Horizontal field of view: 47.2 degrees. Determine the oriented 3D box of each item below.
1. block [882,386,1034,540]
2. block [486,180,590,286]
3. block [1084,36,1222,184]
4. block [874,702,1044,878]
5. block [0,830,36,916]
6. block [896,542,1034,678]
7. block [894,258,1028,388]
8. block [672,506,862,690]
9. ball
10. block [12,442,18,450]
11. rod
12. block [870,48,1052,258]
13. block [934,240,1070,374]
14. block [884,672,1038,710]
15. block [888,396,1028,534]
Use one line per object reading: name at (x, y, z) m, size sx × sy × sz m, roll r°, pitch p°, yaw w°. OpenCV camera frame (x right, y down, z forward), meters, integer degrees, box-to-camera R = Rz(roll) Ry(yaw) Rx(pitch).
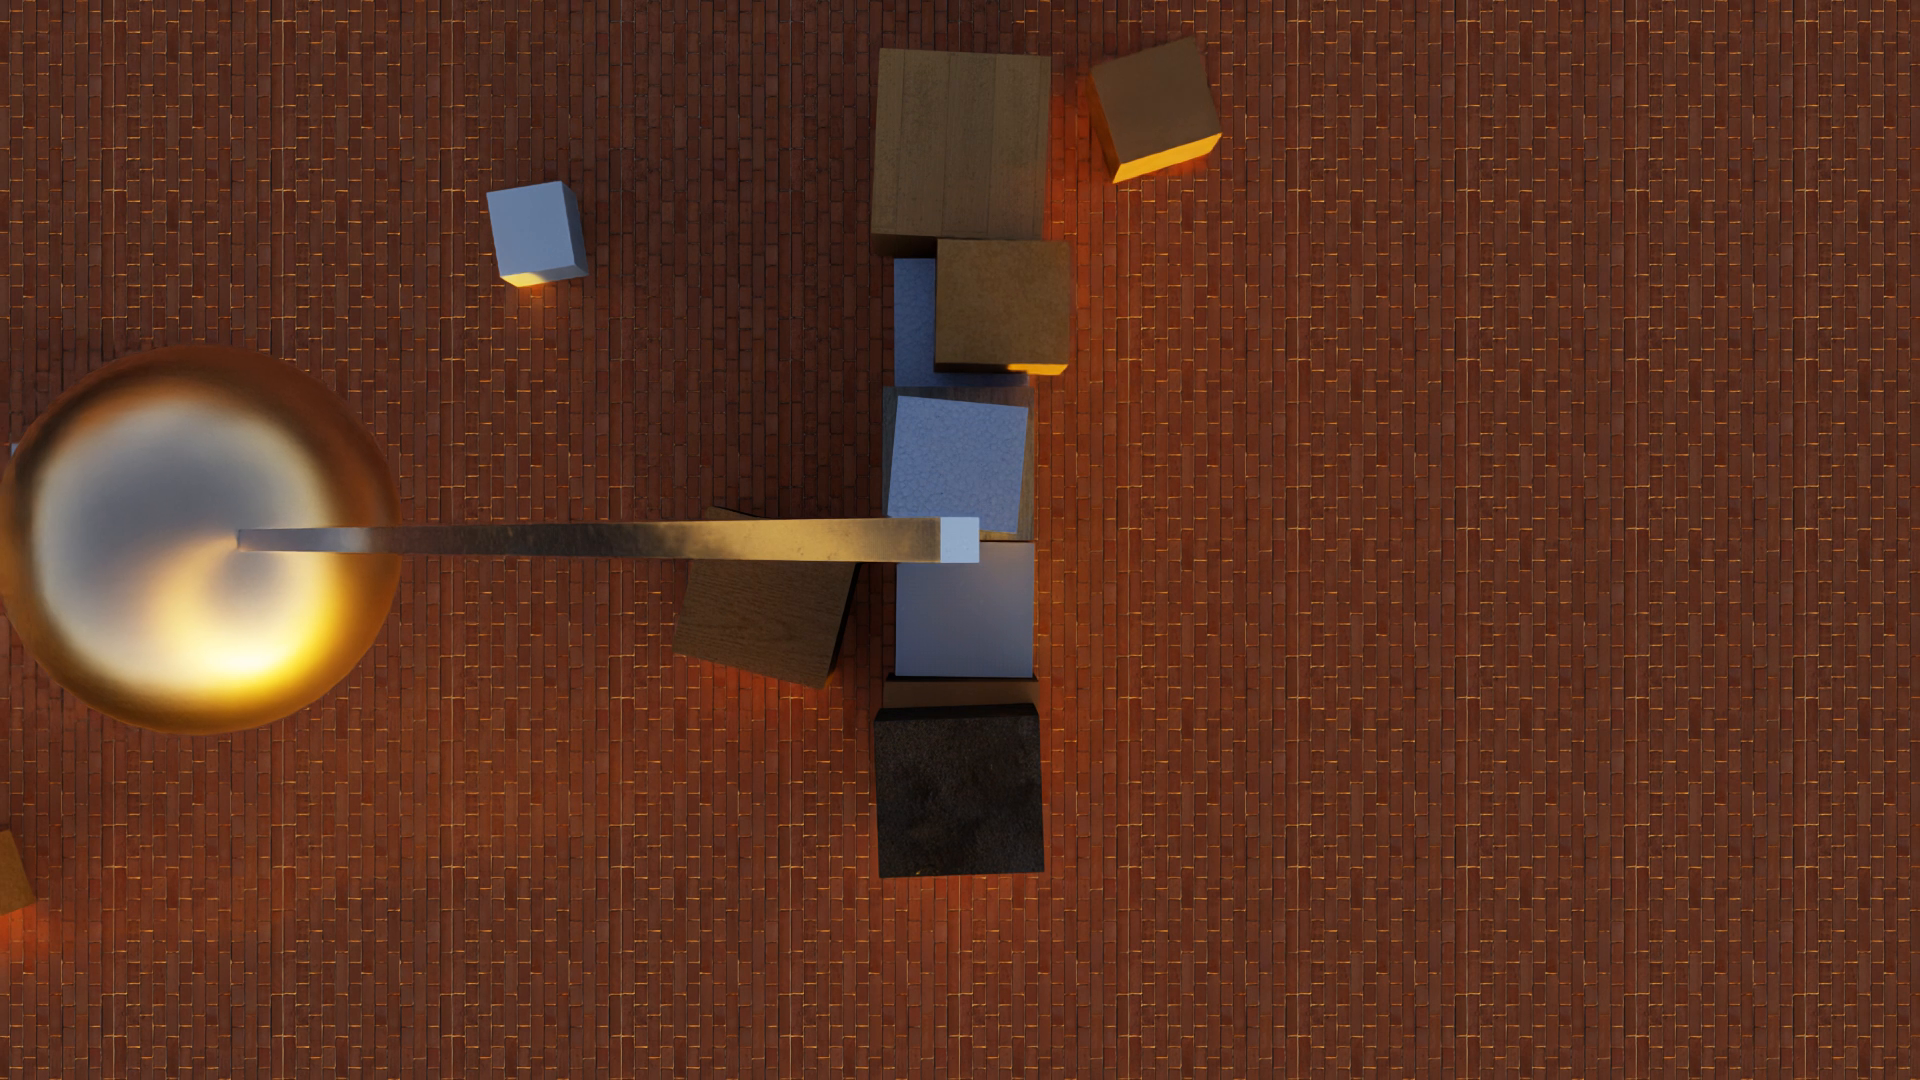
block at (-0.010, -0.421, 12.541) m, size 0.833 × 0.919 × 0.841 m, roll 0°, pitch 90°, yaw 0°
block at (-2.442, -1.770, 12.754) m, size 0.432 × 0.492 × 0.487 m, roll -9°, pitch 90°, yaw 0°
block at (1.103, -2.470, 12.676) m, size 0.602 × 0.647 × 0.572 m, roll -17°, pitch 90°, yaw 0°
block at (-0.005, 1.317, 11.708) m, size 0.850 × 0.869 × 0.804 m, roll -2°, pitch 90°, yaw 0°
block at (-5.753, 2.002, 12.769) m, size 0.449 × 0.462 × 0.460 m, roll -19°, pitch 90°, yaw 0°
block at (0.028, 0.390, 12.697) m, size 0.774 × 0.606 × 0.760 m, roll 1°, pitch 90°, yaw 0°
block at (0.008, -1.218, 12.686) m, size 0.755 × 0.629 × 0.736 m, roll 0°, pitch 90°, yaw 0°
block at (-1.077, 0.321, 12.592) m, size 0.871 × 0.816 × 0.839 m, roll 14°, pitch 90°, yaw 0°
ball at (-3.099, 0.000, 9.007) m, size 1.600 × 1.600 × 1.600 m, roll 0°, pitch 90°, yaw 0°
block at (-4.962, -0.224, 12.667) m, size 0.710 × 0.666 × 0.655 m, roll -1°, pitch 90°, yaw 0°
rod at (-1.343, 0.000, 6.096) m, size 0.080 × 5.200 × 0.080 m, roll 0°, pitch 90°, yaw -31°
block at (0.006, -2.167, 12.528) m, size 0.941 × 0.944 × 1.016 m, roll 3°, pitch 90°, yaw 0°
block at (0.221, -1.265, 12.030) m, size 0.707 × 0.675 × 0.657 m, roll 1°, pitch 90°, yaw -1°
block at (0.010, 1.186, 12.571) m, size 0.853 × 0.858 × 0.803 m, roll 0°, pitch 90°, yaw 0°
block at (-0.013, -0.397, 11.809) m, size 0.686 × 0.544 × 0.664 m, roll 5°, pitch 90°, yaw 0°
